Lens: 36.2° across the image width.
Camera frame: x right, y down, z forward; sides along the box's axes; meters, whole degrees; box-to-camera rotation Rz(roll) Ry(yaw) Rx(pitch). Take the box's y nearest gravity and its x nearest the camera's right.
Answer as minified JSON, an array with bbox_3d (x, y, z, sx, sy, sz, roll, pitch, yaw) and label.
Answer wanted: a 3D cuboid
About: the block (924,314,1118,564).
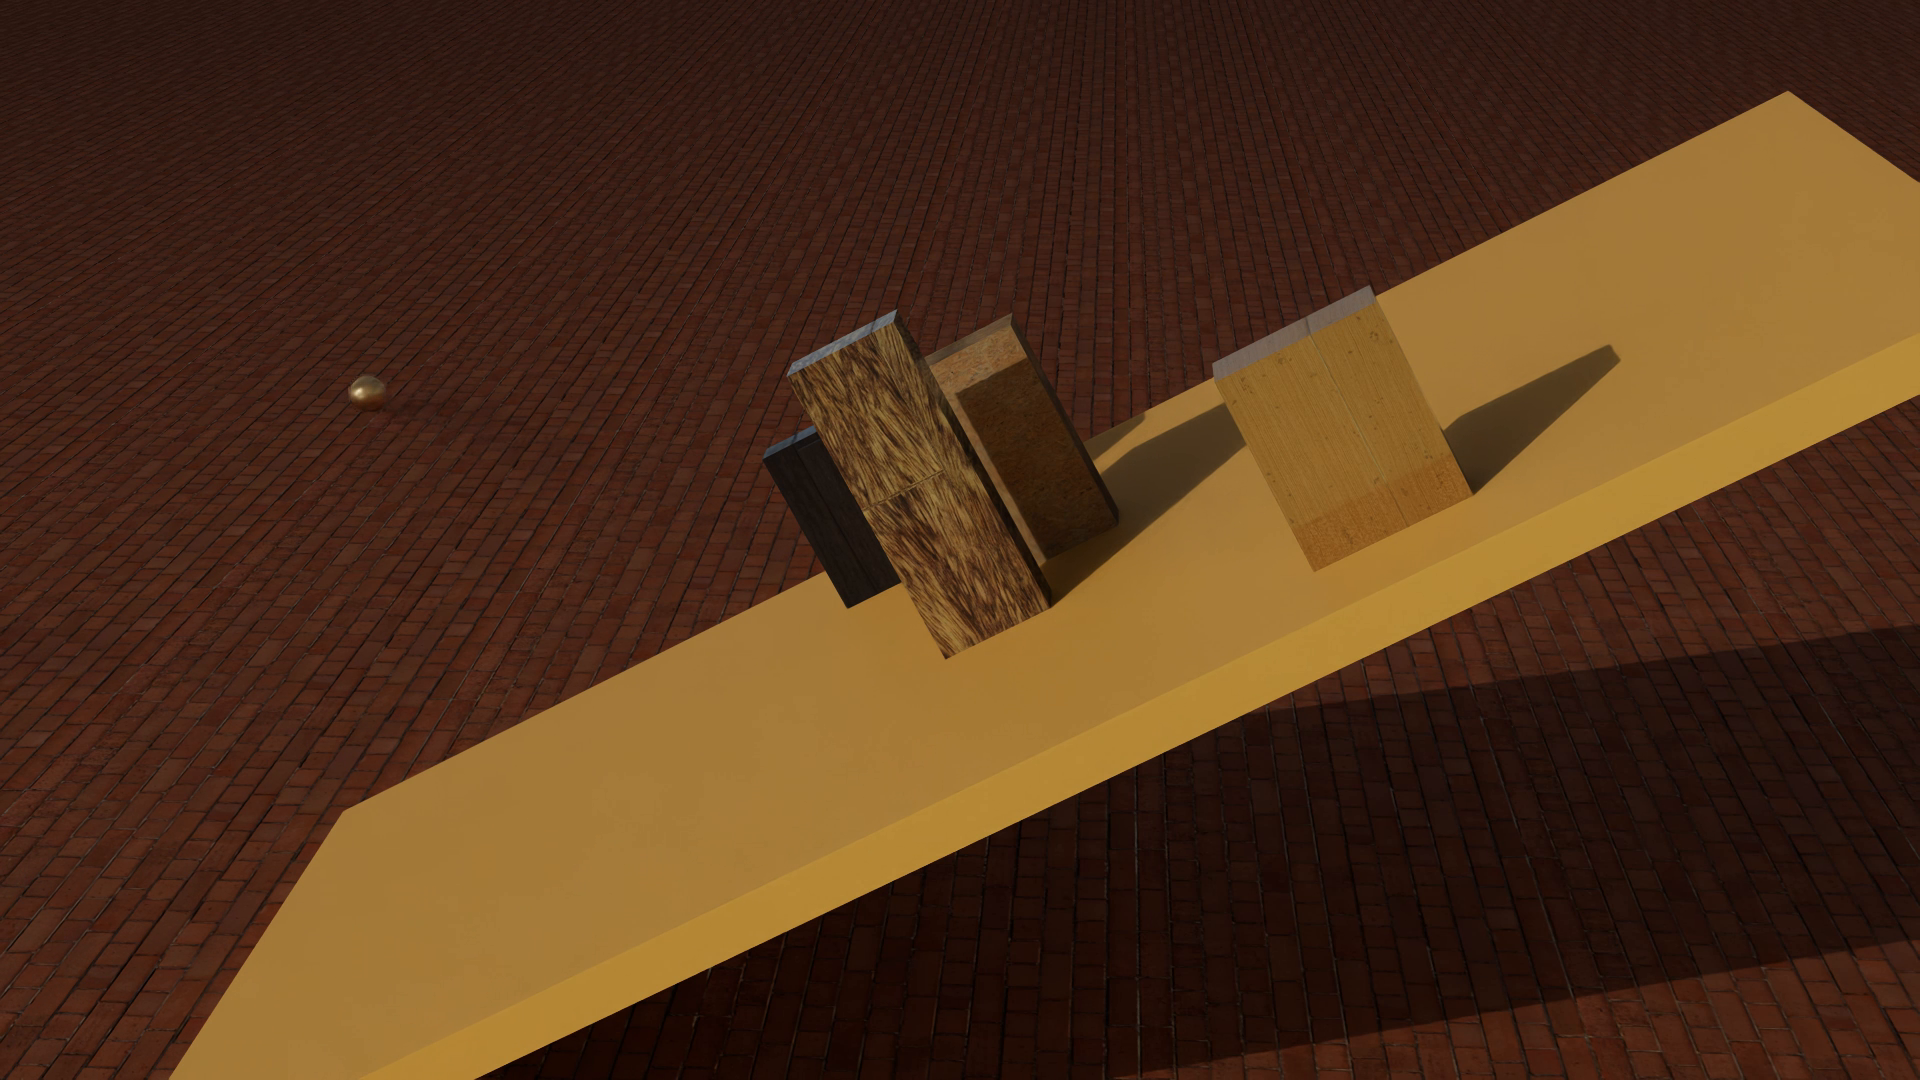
[{"bbox_3d":[0.052,-0.175,6.413,0.401,0.501,0.119,-26,14,11],"label":"block"}]

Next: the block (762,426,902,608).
[{"bbox_3d":[-0.170,-0.119,6.841,0.427,0.410,0.091,-26,14,11],"label":"block"}]

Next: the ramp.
[{"bbox_3d":[0.141,0.167,6.281,4.000,0.100,2.000,-26,14,11],"label":"ramp"}]

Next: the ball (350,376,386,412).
[{"bbox_3d":[-2.365,-0.584,11.752,0.144,0.144,0.144,0,17,0],"label":"ball"}]

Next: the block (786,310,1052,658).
[{"bbox_3d":[-0.079,-0.112,6.072,0.247,0.682,0.117,-26,14,11],"label":"block"}]

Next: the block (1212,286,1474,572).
[{"bbox_3d":[0.705,-0.205,5.432,0.324,0.408,0.143,-26,14,11],"label":"block"}]
